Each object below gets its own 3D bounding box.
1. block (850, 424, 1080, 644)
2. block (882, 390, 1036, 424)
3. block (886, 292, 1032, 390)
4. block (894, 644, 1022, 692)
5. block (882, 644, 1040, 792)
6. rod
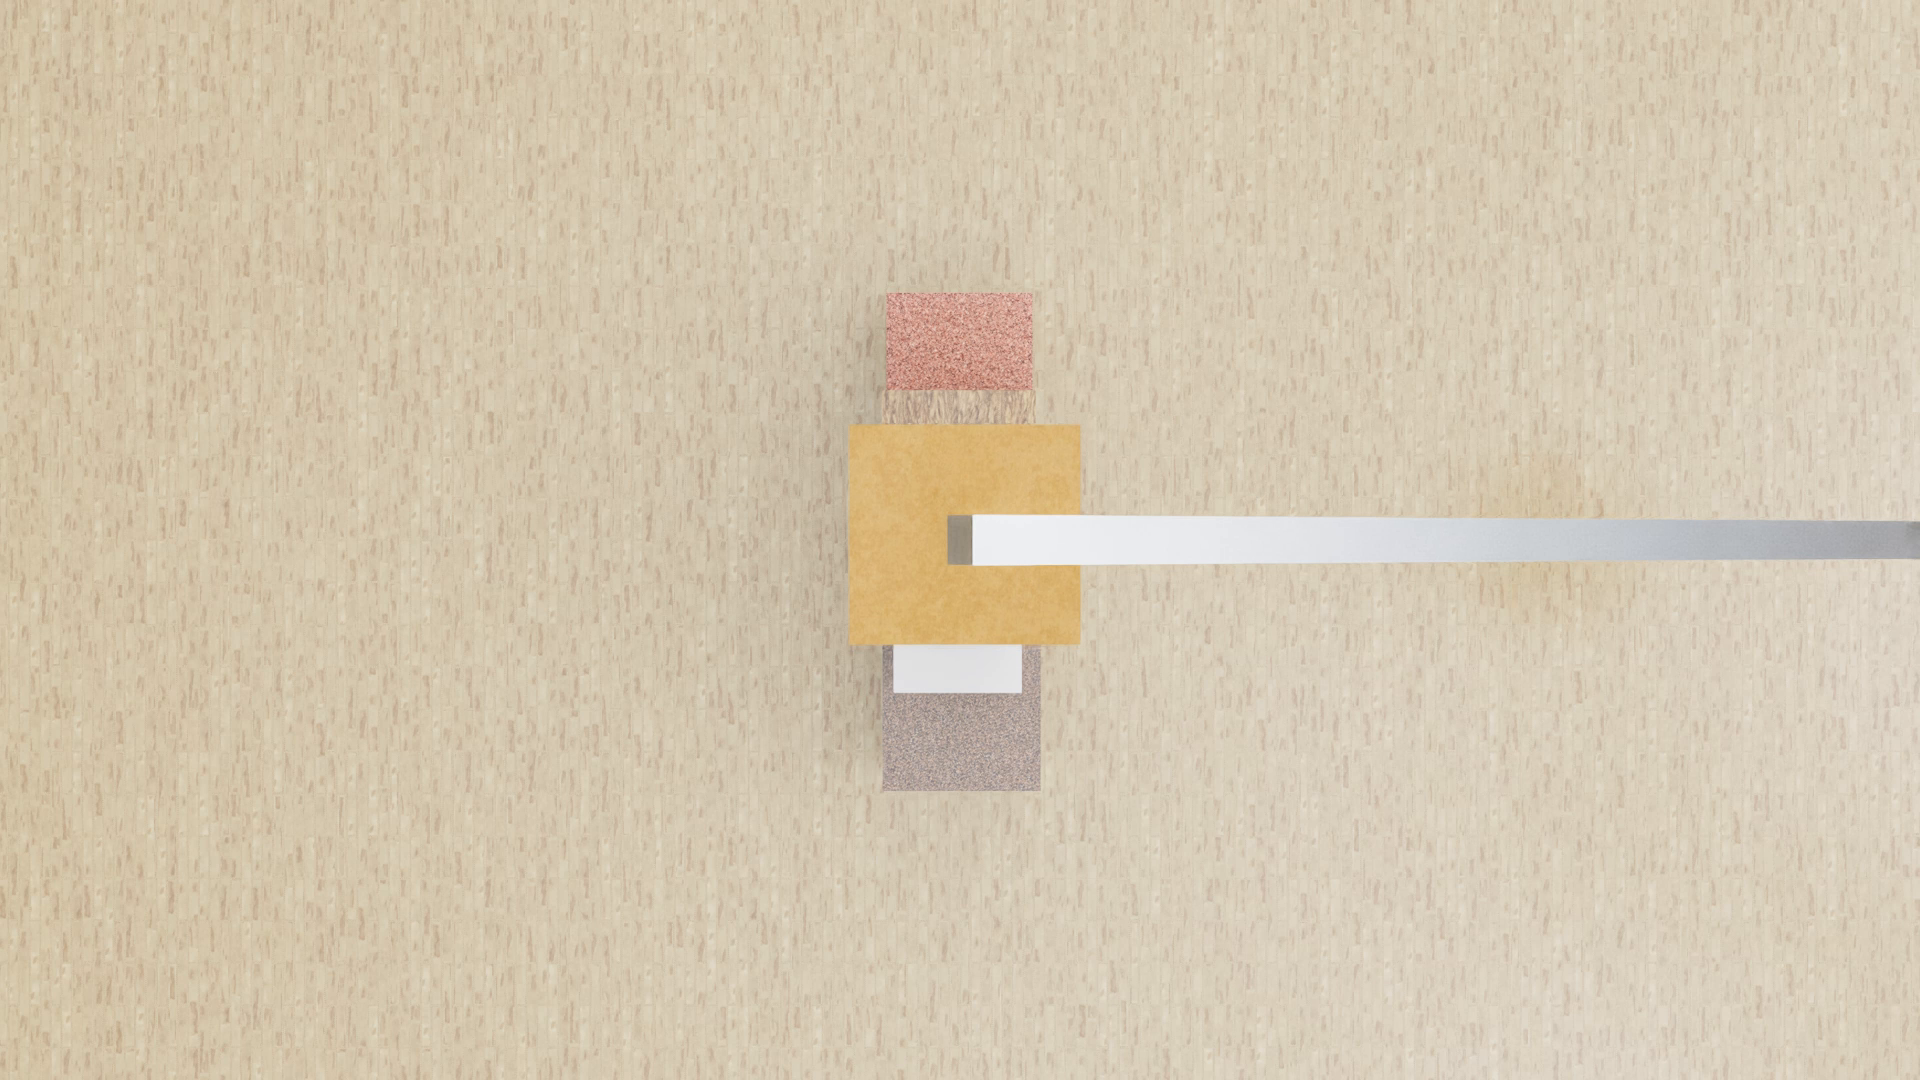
[{"bbox_3d":[0.016,-0.016,7.560,0.756,0.757,0.720,0,90,0],"label":"block"},{"bbox_3d":[-0.007,-0.388,11.840,0.806,0.649,0.792,0,90,0],"label":"block"},{"bbox_3d":[-0.002,-0.925,12.595,0.808,0.809,0.890,0,90,0],"label":"block"},{"bbox_3d":[-0.012,0.400,11.628,0.656,0.743,0.766,0,90,0],"label":"block"},{"bbox_3d":[0.009,0.875,12.500,0.862,1.001,0.991,0,90,0],"label":"block"},{"bbox_3d":[2.234,0.000,4.839,5.200,0.080,0.080,0,90,-31],"label":"rod"}]
